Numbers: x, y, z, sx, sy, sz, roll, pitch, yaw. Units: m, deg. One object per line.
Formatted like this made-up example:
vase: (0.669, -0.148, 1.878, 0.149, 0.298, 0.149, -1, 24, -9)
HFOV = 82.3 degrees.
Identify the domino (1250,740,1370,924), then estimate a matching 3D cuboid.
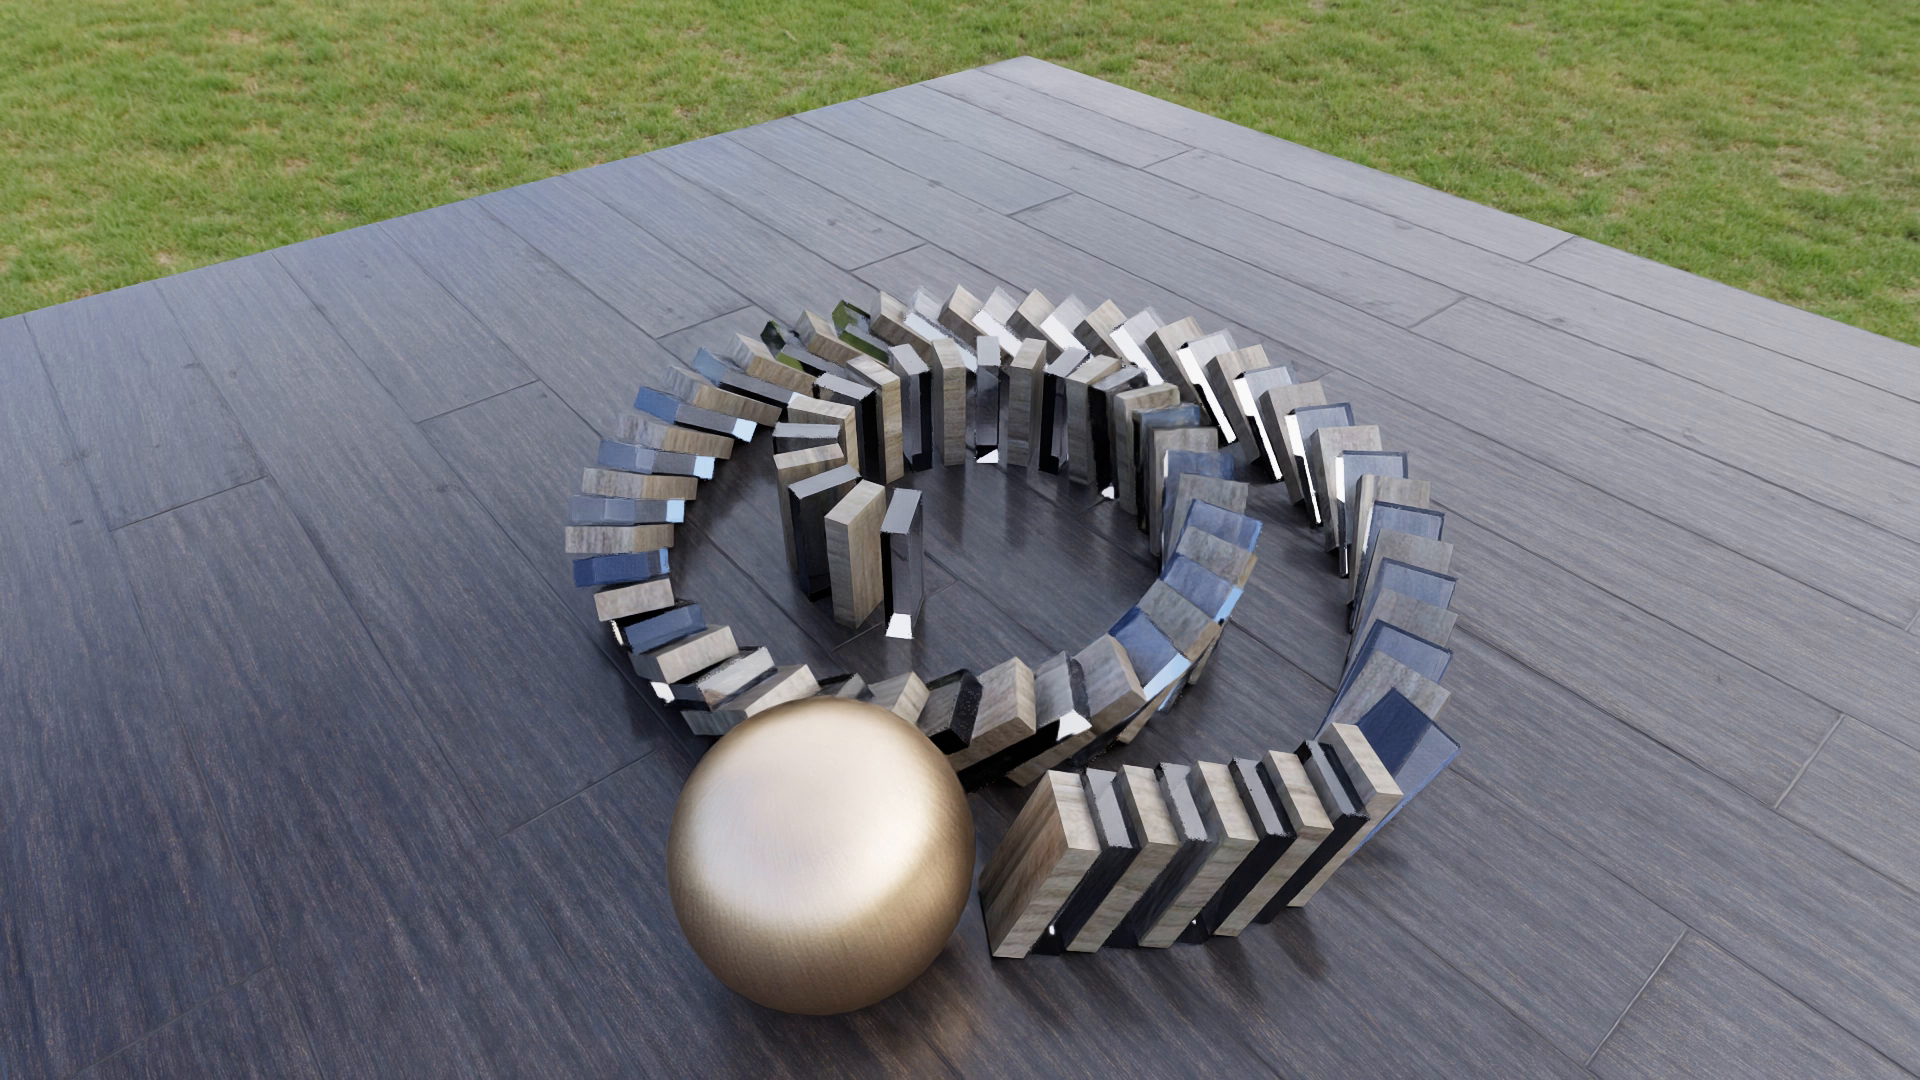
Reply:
domino: (0.092, 0.083, 0.310, 0.009, 0.050, 0.025, 13, 35, -21)

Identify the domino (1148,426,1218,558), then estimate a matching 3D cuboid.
domino: (0.089, -0.019, 0.436, 0.025, 0.050, 0.010, -3, 10, -4)

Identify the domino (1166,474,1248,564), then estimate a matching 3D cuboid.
domino: (0.091, 0.002, 0.413, 0.025, 0.050, 0.009, 10, 2, 11)

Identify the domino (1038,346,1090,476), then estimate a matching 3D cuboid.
domino: (0.045, -0.056, 0.480, 0.009, 0.050, 0.025, 20, 43, 22)

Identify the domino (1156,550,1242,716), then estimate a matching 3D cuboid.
domino: (0.073, 0.032, 0.379, 0.025, 0.009, 0.050, 33, 93, 34)

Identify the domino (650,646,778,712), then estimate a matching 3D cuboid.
domino: (-0.082, 0.046, 0.365, 0.025, 0.010, 0.050, -30, 11, -31)

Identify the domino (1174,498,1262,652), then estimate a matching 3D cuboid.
domino: (0.089, 0.013, 0.401, 0.025, 0.050, 0.010, 20, 2, 23)

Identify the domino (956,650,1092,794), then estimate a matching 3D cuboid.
domino: (0.017, 0.058, 0.349, 0.050, 0.010, 0.025, -33, 33, 22)

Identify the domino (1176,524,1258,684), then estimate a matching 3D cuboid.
domino: (0.082, 0.023, 0.389, 0.025, 0.050, 0.009, 27, 3, 29)

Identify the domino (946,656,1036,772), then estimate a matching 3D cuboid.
domino: (0.001, 0.059, 0.348, 0.050, 0.010, 0.025, -31, 32, 24)

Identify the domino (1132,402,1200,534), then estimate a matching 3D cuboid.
domino: (0.085, -0.029, 0.447, 0.025, 0.050, 0.010, -8, 16, -10)

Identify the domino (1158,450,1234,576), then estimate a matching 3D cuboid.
domino: (0.091, -0.009, 0.425, 0.025, 0.050, 0.010, 3, 5, 3)

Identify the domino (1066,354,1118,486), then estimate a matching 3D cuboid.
domino: (0.058, -0.051, 0.473, 0.009, 0.050, 0.025, 22, 44, 34)

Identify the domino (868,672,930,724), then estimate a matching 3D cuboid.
domino: (-0.035, 0.059, 0.349, 0.050, 0.009, 0.025, -22, 25, 36)

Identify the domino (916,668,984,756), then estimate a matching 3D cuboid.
domino: (-0.017, 0.060, 0.348, 0.050, 0.009, 0.025, -26, 28, 30)

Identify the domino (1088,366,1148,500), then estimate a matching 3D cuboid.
domino: (0.069, -0.045, 0.466, 0.025, 0.050, 0.010, -28, 34, -30)

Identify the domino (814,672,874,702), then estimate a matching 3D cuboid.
domino: (-0.053, 0.057, 0.351, 0.050, 0.009, 0.025, -18, 21, 45)

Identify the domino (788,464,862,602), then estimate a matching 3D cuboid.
domino: (-0.049, -0.002, 0.414, 0.025, 0.050, 0.009, -22, 44, -25)

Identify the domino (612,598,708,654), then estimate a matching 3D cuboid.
domino: (-0.106, 0.030, 0.385, 0.025, 0.009, 0.050, -19, 6, -22)

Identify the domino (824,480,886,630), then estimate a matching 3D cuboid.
domino: (-0.037, 0.006, 0.404, 0.010, 0.050, 0.025, 19, 43, 21)

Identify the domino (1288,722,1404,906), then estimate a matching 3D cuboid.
domino: (0.102, 0.079, 0.315, 0.010, 0.050, 0.025, 11, 34, -24)

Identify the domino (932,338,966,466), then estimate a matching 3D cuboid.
domino: (-0.005, -0.061, 0.486, 0.009, 0.050, 0.025, -8, 40, -10)

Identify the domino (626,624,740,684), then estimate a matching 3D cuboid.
domino: (-0.095, 0.038, 0.375, 0.025, 0.010, 0.050, -24, 8, -26)

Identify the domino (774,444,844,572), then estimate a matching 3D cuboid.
domino: (-0.057, -0.012, 0.426, 0.025, 0.050, 0.009, -12, 41, -14)

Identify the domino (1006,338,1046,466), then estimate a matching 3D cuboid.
domino: (0.029, -0.060, 0.485, 0.010, 0.050, 0.025, 11, 41, 14)

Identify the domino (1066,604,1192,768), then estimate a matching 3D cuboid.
domino: (0.049, 0.048, 0.361, 0.050, 0.010, 0.025, -46, 45, 9)

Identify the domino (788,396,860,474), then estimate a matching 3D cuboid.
domino: (-0.055, -0.034, 0.452, 0.025, 0.050, 0.009, 13, 41, 15)

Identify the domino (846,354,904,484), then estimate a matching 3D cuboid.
domino: (-0.036, -0.052, 0.475, 0.010, 0.050, 0.025, -28, 47, -30)

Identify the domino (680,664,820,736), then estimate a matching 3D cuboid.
domino: (-0.069, 0.052, 0.357, 0.025, 0.010, 0.050, -36, 14, -35)

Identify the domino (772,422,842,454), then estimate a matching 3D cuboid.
domino: (-0.059, -0.023, 0.439, 0.025, 0.050, 0.009, 2, 39, 3)

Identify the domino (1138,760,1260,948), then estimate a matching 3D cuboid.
domino: (0.062, 0.088, 0.305, 0.009, 0.050, 0.025, 12, 35, -20)

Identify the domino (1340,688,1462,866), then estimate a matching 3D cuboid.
domino: (0.123, 0.072, 0.332, 0.050, 0.009, 0.025, -44, 59, 2)

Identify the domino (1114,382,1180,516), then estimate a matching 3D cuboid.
domino: (0.079, -0.038, 0.457, 0.025, 0.050, 0.009, -15, 23, -17)

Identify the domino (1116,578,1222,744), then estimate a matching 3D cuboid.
domino: (0.062, 0.041, 0.369, 0.050, 0.009, 0.025, -53, 51, 5)

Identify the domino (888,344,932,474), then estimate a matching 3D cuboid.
domino: (-0.022, -0.057, 0.481, 0.009, 0.050, 0.025, -15, 42, -18)

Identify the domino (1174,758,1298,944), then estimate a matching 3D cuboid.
domino: (0.072, 0.087, 0.305, 0.009, 0.050, 0.025, 12, 35, -20)

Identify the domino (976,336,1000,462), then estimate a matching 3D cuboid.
domino: (0.012, -0.062, 0.487, 0.010, 0.050, 0.025, 0, 39, 0)

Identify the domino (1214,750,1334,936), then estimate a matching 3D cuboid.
domino: (0.082, 0.085, 0.307, 0.009, 0.050, 0.025, 12, 35, -20)

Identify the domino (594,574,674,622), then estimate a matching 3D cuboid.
domino: (-0.117, 0.020, 0.397, 0.025, 0.010, 0.050, -12, 4, -15)

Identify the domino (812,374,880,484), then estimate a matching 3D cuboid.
domino: (-0.048, -0.043, 0.464, 0.025, 0.050, 0.009, 22, 44, 24)

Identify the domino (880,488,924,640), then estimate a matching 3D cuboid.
domino: (-0.021, 0.009, 0.401, 0.010, 0.050, 0.025, 7, 40, 8)

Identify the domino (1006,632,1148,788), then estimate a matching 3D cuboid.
domino: (0.034, 0.055, 0.353, 0.050, 0.010, 0.025, -38, 37, 17)
